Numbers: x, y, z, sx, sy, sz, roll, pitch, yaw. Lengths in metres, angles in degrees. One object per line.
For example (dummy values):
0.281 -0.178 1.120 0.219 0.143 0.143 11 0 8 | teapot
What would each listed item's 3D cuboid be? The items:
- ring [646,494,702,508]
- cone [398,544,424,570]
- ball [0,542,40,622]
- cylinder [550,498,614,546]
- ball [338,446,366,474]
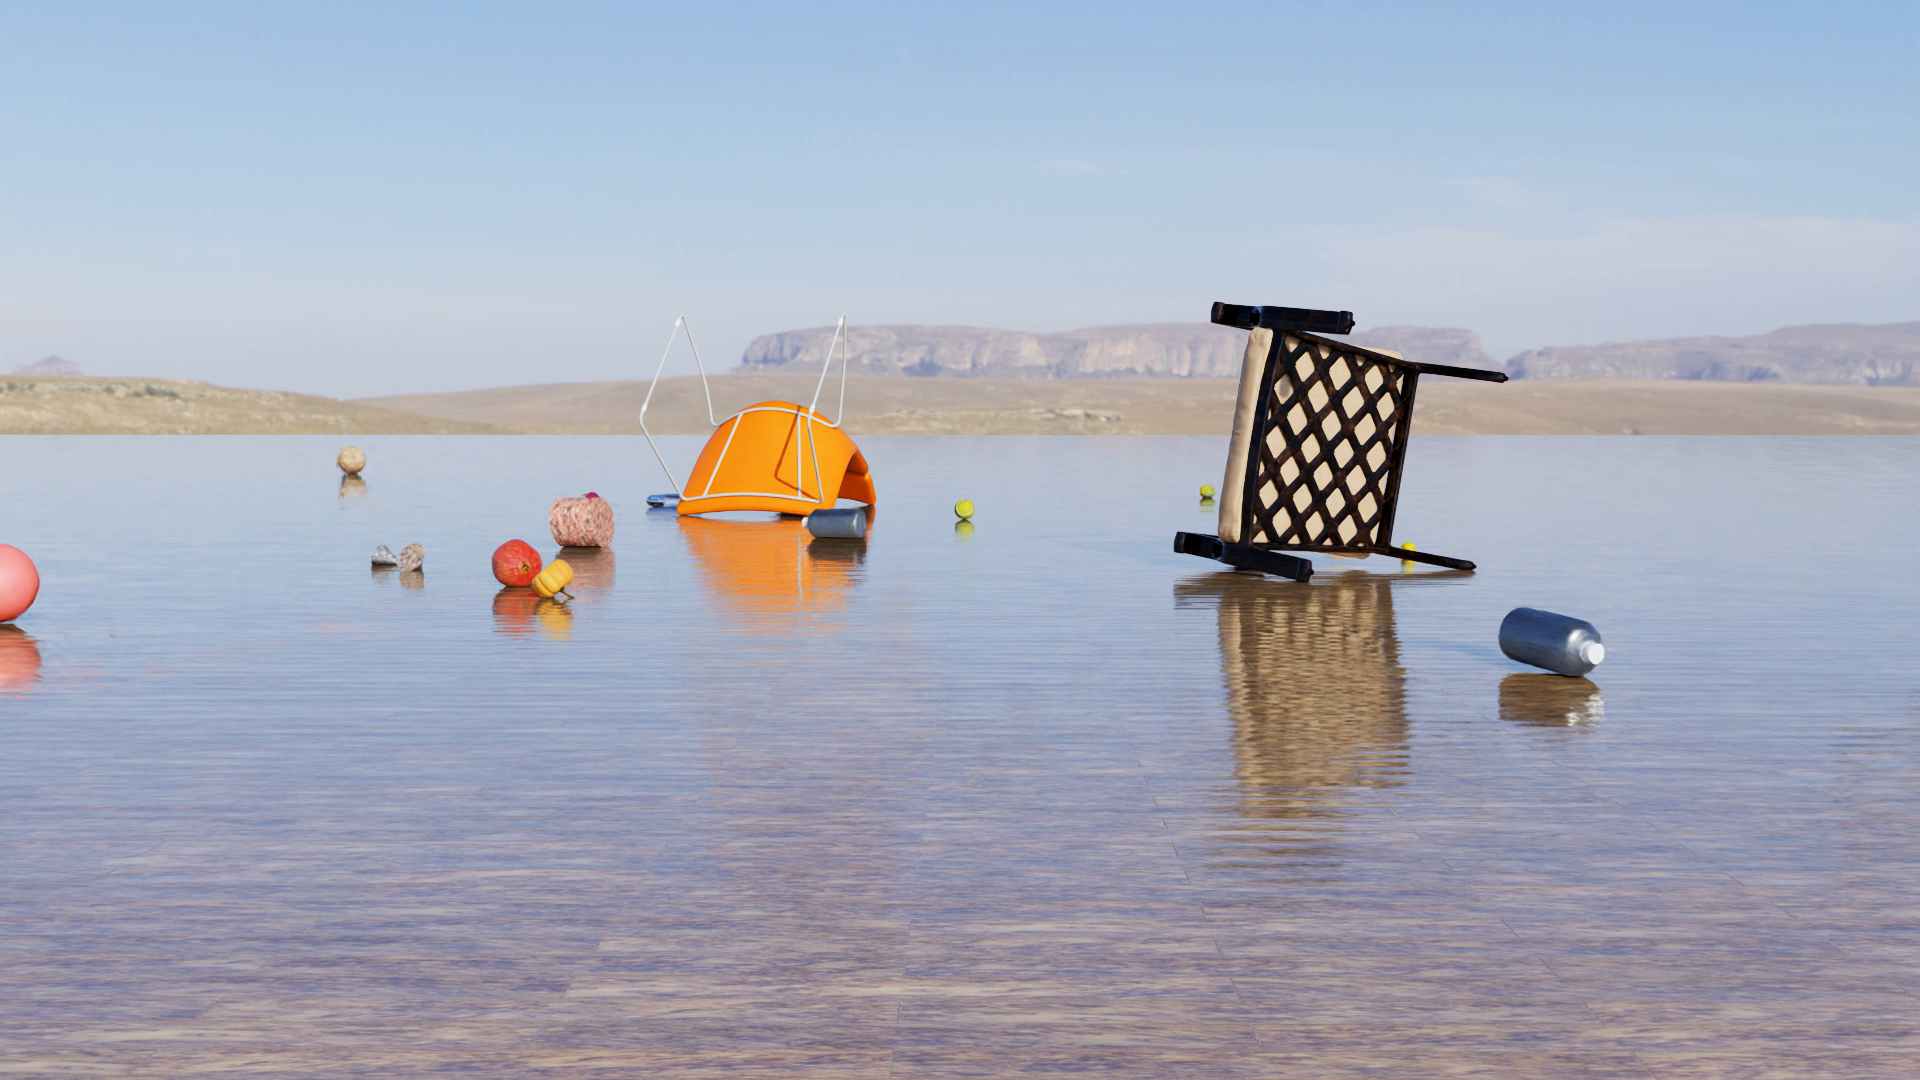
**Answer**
-1.092 -0.151 8.392 0.213 0.049 0.207 -1 3 -16 | ring
-1.354 0.057 5.479 0.066 0.076 0.065 26 -18 23 | cone
-1.849 0.082 4.217 0.155 0.155 0.155 0 4 0 | ball
-1.073 -0.051 6.252 0.122 0.137 0.191 1 -13 12 | cylinder
-3.218 -0.423 11.637 0.146 0.146 0.146 0 4 0 | ball
